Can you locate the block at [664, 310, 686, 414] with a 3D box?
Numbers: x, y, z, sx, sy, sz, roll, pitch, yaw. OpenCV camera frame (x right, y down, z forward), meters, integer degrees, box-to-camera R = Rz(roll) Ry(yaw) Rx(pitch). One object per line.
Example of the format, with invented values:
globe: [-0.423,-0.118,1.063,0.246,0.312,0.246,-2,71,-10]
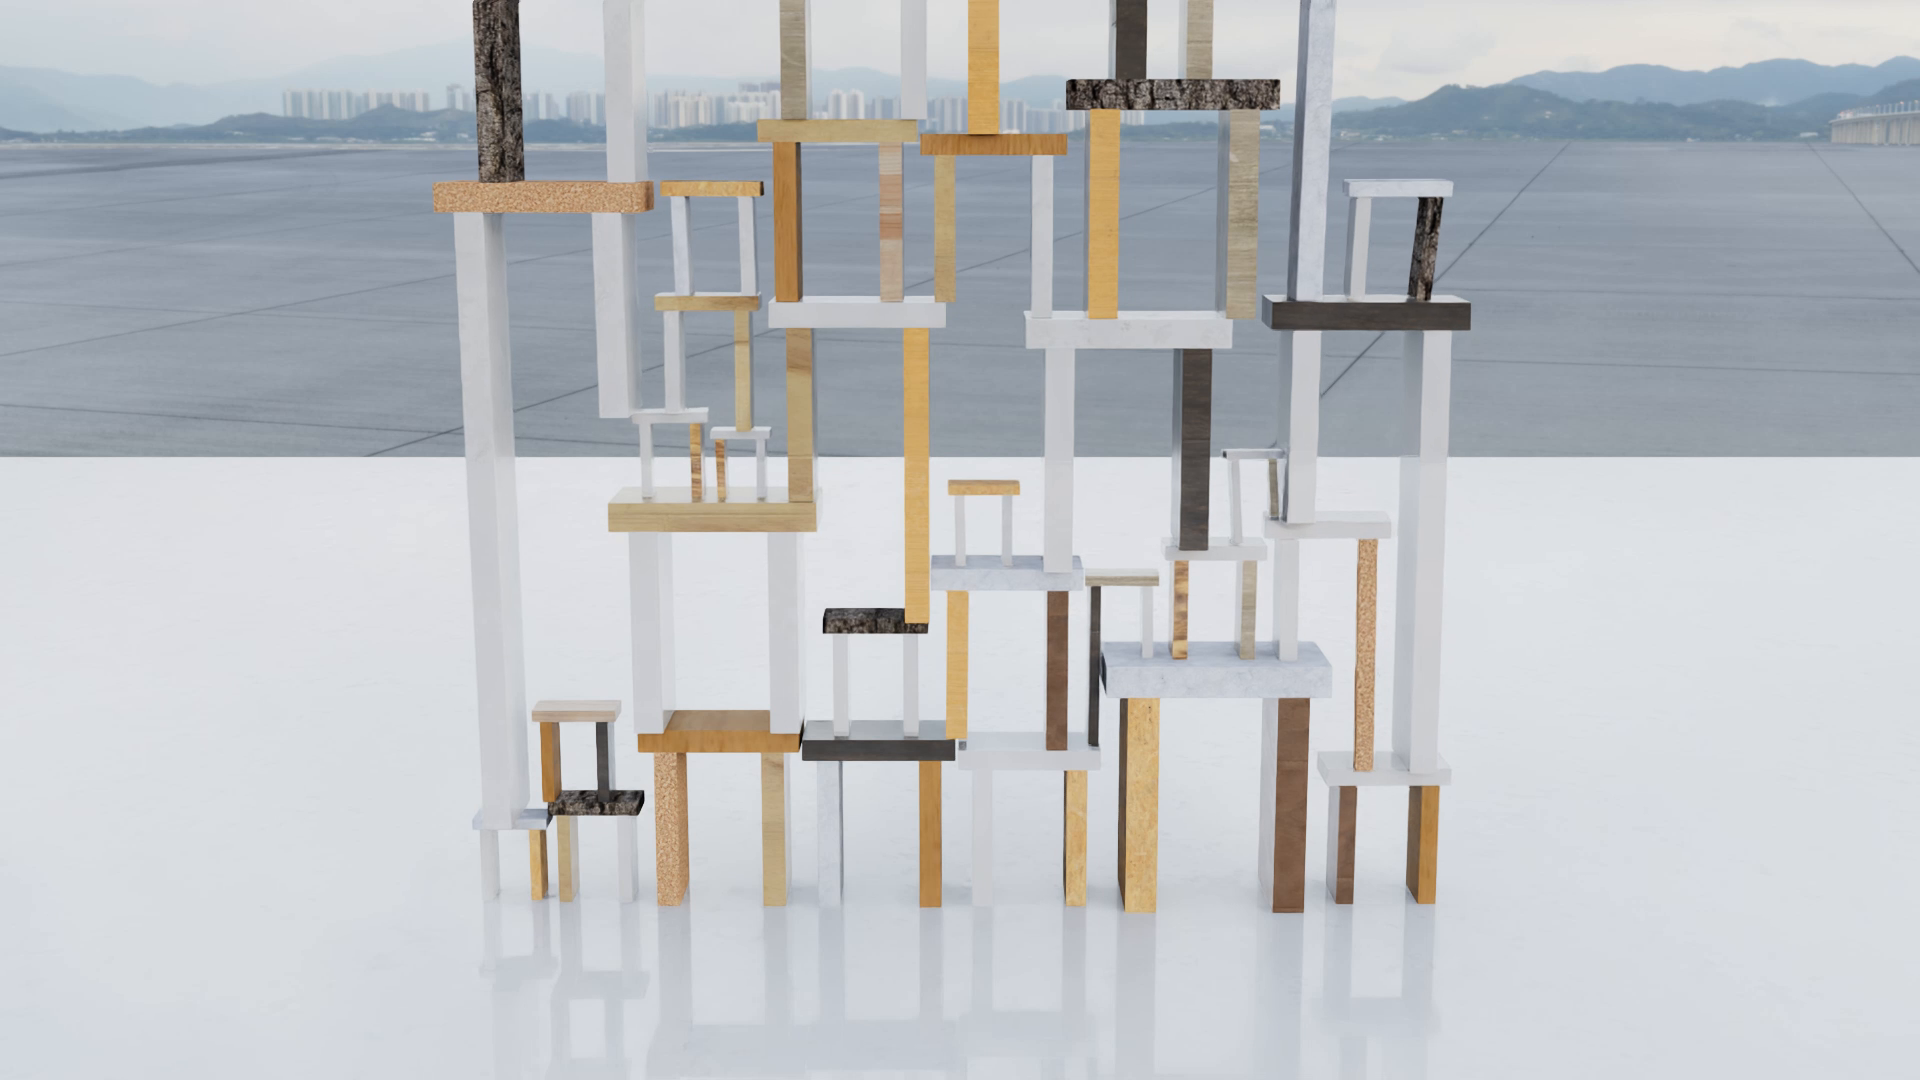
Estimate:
block: [-0.455,-0.287,3.510,0.023,0.163,0.081,0,10,-1]

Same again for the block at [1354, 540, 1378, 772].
block: [0.660,0.179,3.574,0.028,0.380,0.100,1,10,9]

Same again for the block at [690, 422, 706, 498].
block: [-0.422,-0.132,3.540,0.017,0.119,0.059,-1,11,0]

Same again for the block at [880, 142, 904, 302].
block: [-0.107,-0.503,3.470,0.035,0.246,0.123,0,11,0]

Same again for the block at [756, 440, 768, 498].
block: [-0.318,-0.119,3.533,0.013,0.095,0.047,0,11,0]

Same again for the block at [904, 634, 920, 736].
block: [-0.080,0.227,3.603,0.024,0.170,0.085,0,11,0]

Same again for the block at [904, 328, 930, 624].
block: [-0.068,-0.112,3.539,0.039,0.472,0.138,0,11,0]

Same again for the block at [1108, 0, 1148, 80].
block: [0.260,-0.881,3.396,0.047,0.334,0.167,0,11,0]

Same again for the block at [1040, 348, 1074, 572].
block: [0.156,-0.138,3.532,0.045,0.355,0.160,0,11,0]

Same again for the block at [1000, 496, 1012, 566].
block: [0.075,-0.020,3.552,0.016,0.115,0.058,0,11,0]

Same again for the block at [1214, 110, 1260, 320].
block: [0.436,-0.515,3.463,0.045,0.320,0.160,0,11,0]

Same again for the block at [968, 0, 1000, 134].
block: [0.036,-0.841,3.406,0.047,0.416,0.167,0,11,0]

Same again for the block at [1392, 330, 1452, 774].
block: [0.746,0.011,3.563,0.043,0.715,0.153,0,10,0]

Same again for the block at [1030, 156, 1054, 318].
block: [0.128,-0.480,3.465,0.032,0.251,0.113,0,11,0]

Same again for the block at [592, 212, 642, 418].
block: [-0.543,-0.361,3.489,0.045,0.318,0.159,-1,10,0]

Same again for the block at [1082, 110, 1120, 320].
block: [0.222,-0.515,3.464,0.045,0.320,0.160,0,11,0]

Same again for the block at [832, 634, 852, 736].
block: [-0.193,0.227,3.603,0.024,0.170,0.085,0,11,0]

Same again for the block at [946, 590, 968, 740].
block: [-0.005,0.190,3.597,0.035,0.245,0.122,0,11,0]

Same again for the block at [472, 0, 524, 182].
block: [-0.720,-0.710,3.433,0.042,0.297,0.148,0,11,0]

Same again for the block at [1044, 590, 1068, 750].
block: [0.157,0.200,3.598,0.035,0.264,0.122,0,11,0]

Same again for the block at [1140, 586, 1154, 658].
block: [0.303,0.128,3.578,0.017,0.120,0.060,-1,11,0]

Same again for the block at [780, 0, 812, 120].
block: [-0.255,-0.794,3.415,0.039,0.276,0.138,0,11,0]

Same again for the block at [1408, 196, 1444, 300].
block: [0.734,-0.463,3.467,0.023,0.159,0.080,5,13,1]

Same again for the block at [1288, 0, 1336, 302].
block: [0.551,-0.687,3.425,0.039,0.617,0.139,1,11,2]

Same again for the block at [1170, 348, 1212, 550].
block: [0.370,-0.155,3.527,0.045,0.320,0.160,0,11,0]

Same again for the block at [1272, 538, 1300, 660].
block: [0.530,0.087,3.579,0.028,0.200,0.100,0,10,1]

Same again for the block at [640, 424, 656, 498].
block: [-0.503,-0.132,3.540,0.017,0.119,0.059,-1,11,-4]

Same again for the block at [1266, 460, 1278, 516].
block: [0.504,-0.087,3.550,0.013,0.093,0.046,-3,7,3]

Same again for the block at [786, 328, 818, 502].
block: [-0.252,-0.208,3.522,0.039,0.275,0.138,0,11,0]

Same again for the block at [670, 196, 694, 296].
block: [-0.438,-0.466,3.471,0.022,0.155,0.077,-2,10,-1]

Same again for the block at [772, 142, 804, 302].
block: [-0.271,-0.503,3.470,0.035,0.246,0.123,0,11,0]

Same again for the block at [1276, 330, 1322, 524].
block: [0.541,-0.191,3.528,0.043,0.307,0.153,0,11,1]

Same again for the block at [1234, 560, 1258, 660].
block: [0.464,0.106,3.578,0.023,0.164,0.082,0,11,0]

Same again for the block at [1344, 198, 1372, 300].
block: [0.627,-0.462,3.470,0.023,0.159,0.080,2,12,2]

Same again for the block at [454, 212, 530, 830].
block: [-0.753,-0.032,3.550,0.045,0.989,0.159,0,11,0]

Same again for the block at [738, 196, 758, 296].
block: [-0.334,-0.466,3.473,0.022,0.155,0.077,-1,10,-1]

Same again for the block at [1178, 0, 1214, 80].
block: [0.365,-0.852,3.396,0.039,0.278,0.139,0,11,0]

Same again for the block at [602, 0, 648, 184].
block: [-0.522,-0.710,3.434,0.042,0.297,0.149,0,11,0]

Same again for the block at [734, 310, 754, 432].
block: [-0.344,-0.274,3.514,0.023,0.191,0.081,0,10,-1]

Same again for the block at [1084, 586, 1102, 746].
block: [0.217,0.200,3.594,0.017,0.267,0.060,0,11,-2]

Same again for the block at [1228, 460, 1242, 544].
block: [0.443,-0.064,3.541,0.013,0.134,0.046,-3,7,0]

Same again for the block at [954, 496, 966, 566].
block: [0.000,-0.020,3.550,0.016,0.115,0.058,-1,11,0]

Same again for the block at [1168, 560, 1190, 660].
block: [0.355,0.105,3.578,0.023,0.164,0.082,0,11,0]

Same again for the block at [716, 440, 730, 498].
block: [-0.382,-0.118,3.533,0.013,0.094,0.047,-1,10,1]

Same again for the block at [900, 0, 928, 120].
block: [-0.071,-0.794,3.417,0.039,0.276,0.138,0,11,0]

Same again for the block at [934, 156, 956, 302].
block: [-0.023,-0.492,3.463,0.032,0.226,0.113,0,11,0]
